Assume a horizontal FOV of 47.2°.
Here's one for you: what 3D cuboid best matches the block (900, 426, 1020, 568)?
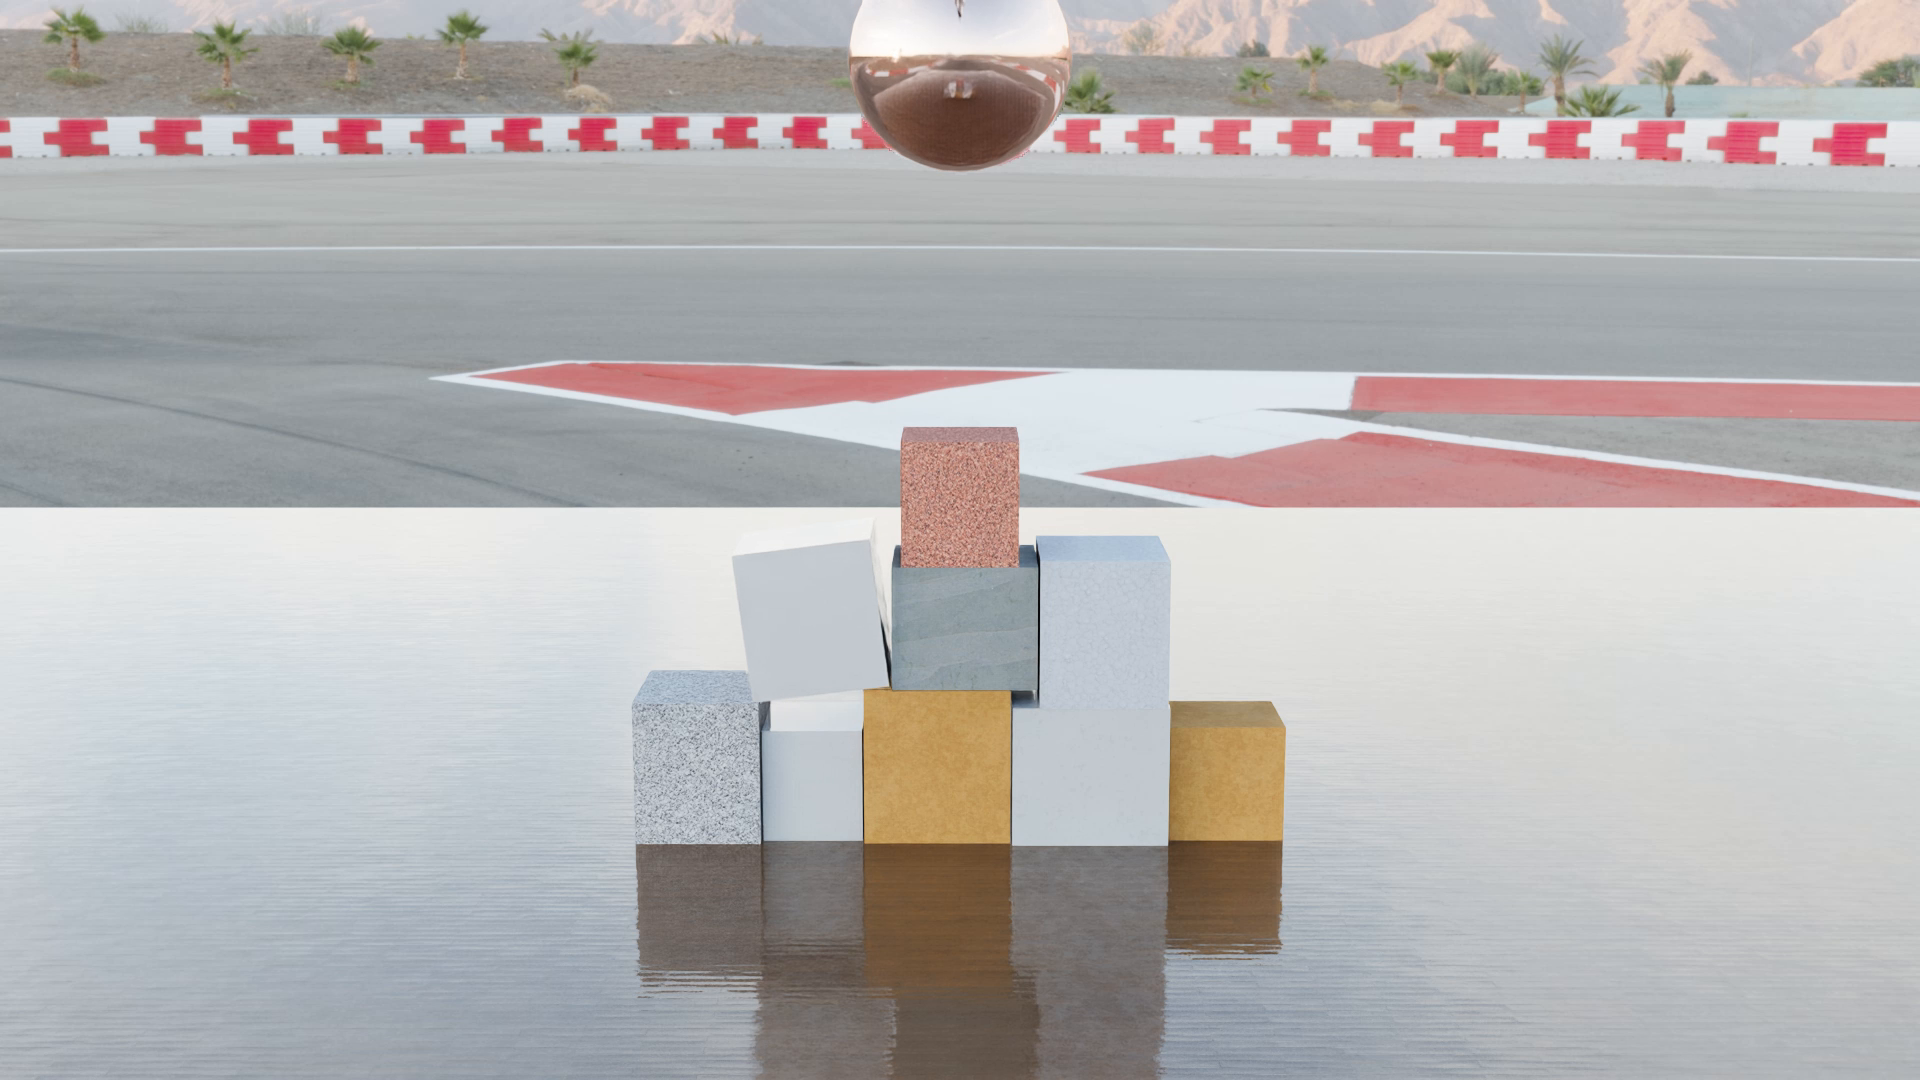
[{"bbox_3d":[0.000,-0.225,11.137,0.584,0.627,0.592,0,10,0],"label":"block"}]

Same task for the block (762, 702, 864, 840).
[{"bbox_3d":[-0.745,1.193,11.400,0.505,0.575,0.576,0,10,0],"label":"block"}]

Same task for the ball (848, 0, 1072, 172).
[{"bbox_3d":[0.000,-3.444,15.743,1.600,1.600,1.600,0,10,0],"label":"ball"}]

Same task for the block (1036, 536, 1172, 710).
[{"bbox_3d":[0.718,0.410,11.244,0.641,0.748,0.729,0,10,0],"label":"block"}]

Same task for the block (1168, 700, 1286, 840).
[{"bbox_3d":[1.350,1.187,11.381,0.581,0.592,0.532,0,10,0],"label":"block"}]

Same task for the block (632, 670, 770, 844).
[{"bbox_3d":[-1.324,1.114,11.396,0.633,0.731,0.700,0,10,0],"label":"block"}]

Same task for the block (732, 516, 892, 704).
[{"bbox_3d":[-0.741,0.346,11.242,0.688,0.755,0.652,-7,10,1],"label":"block"}]

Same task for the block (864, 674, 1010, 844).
[{"bbox_3d":[-0.115,1.084,11.393,0.737,0.791,0.685,0,10,0],"label":"block"}]

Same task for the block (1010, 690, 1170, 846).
[{"bbox_3d":[0.657,1.123,11.399,0.786,0.712,0.759,0,10,0],"label":"block"}]

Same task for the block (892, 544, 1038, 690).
[{"bbox_3d":[0.023,0.388,11.264,0.729,0.625,0.631,0,10,0],"label":"block"}]
